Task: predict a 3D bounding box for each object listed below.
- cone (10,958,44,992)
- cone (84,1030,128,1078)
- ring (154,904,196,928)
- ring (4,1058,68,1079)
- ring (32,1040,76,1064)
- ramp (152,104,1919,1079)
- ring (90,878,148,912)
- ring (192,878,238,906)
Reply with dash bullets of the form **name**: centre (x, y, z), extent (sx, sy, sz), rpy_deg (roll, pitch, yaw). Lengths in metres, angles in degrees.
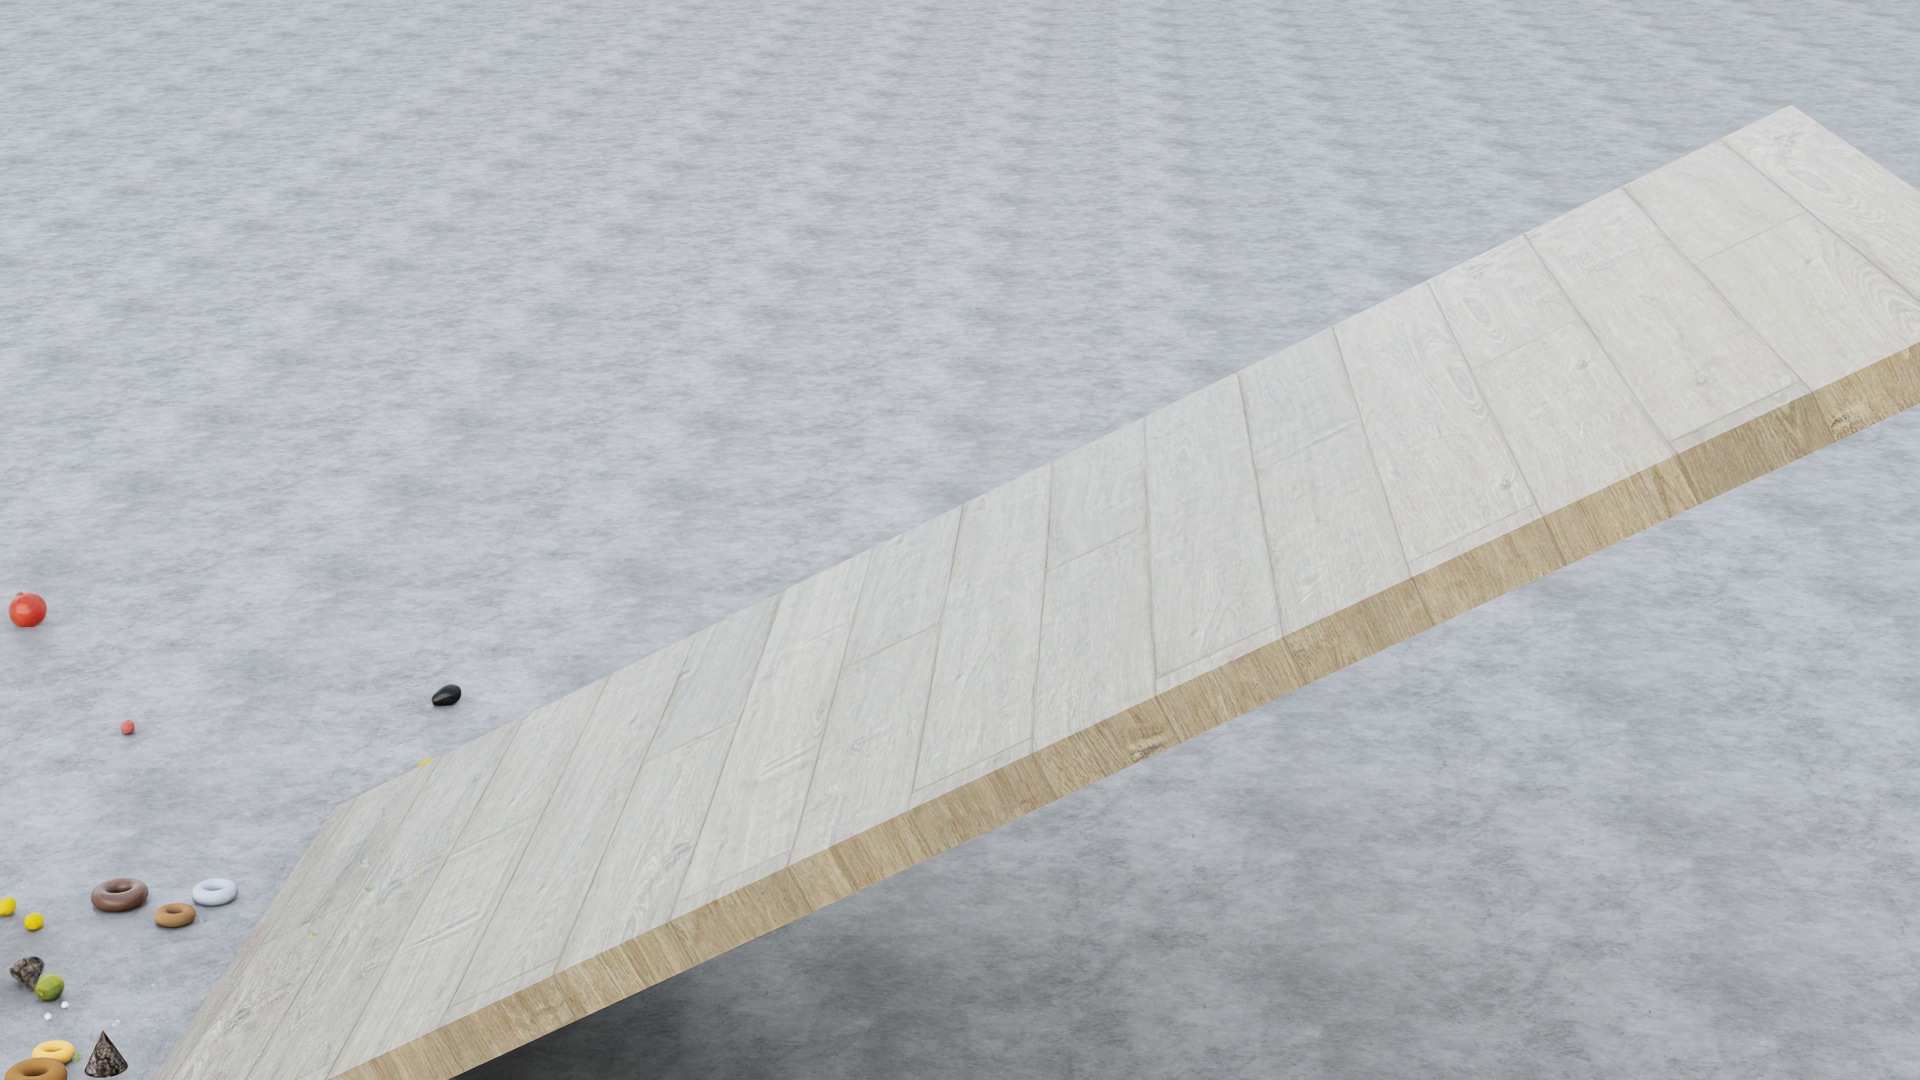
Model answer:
- **cone**: centre (-2.134, 1.012, 6.753), extent (0.076, 0.076, 0.076), rpy_deg (-9, 46, -27)
- **cone**: centre (-1.850, 1.101, 6.361), extent (0.091, 0.091, 0.091), rpy_deg (0, 17, 0)
- **ring**: centre (-1.896, 0.906, 7.104), extent (0.098, 0.033, 0.098), rpy_deg (1, 16, 0)
- **ring**: centre (-1.976, 1.148, 6.289), extent (0.130, 0.043, 0.130), rpy_deg (1, 18, 0)
- **ring**: centre (-1.975, 1.118, 6.409), extent (0.092, 0.031, 0.092), rpy_deg (1, 16, 0)
- **ramp**: centre (0.140, 0.168, 6.281), extent (4.000, 0.100, 2.000), rpy_deg (-26, 14, 10)
- **ring**: centre (-2.058, 0.869, 7.205), extent (0.137, 0.046, 0.137), rpy_deg (-1, 18, 0)
- **ring**: centre (-1.832, 0.866, 7.231), extent (0.111, 0.037, 0.111), rpy_deg (0, 18, 0)
